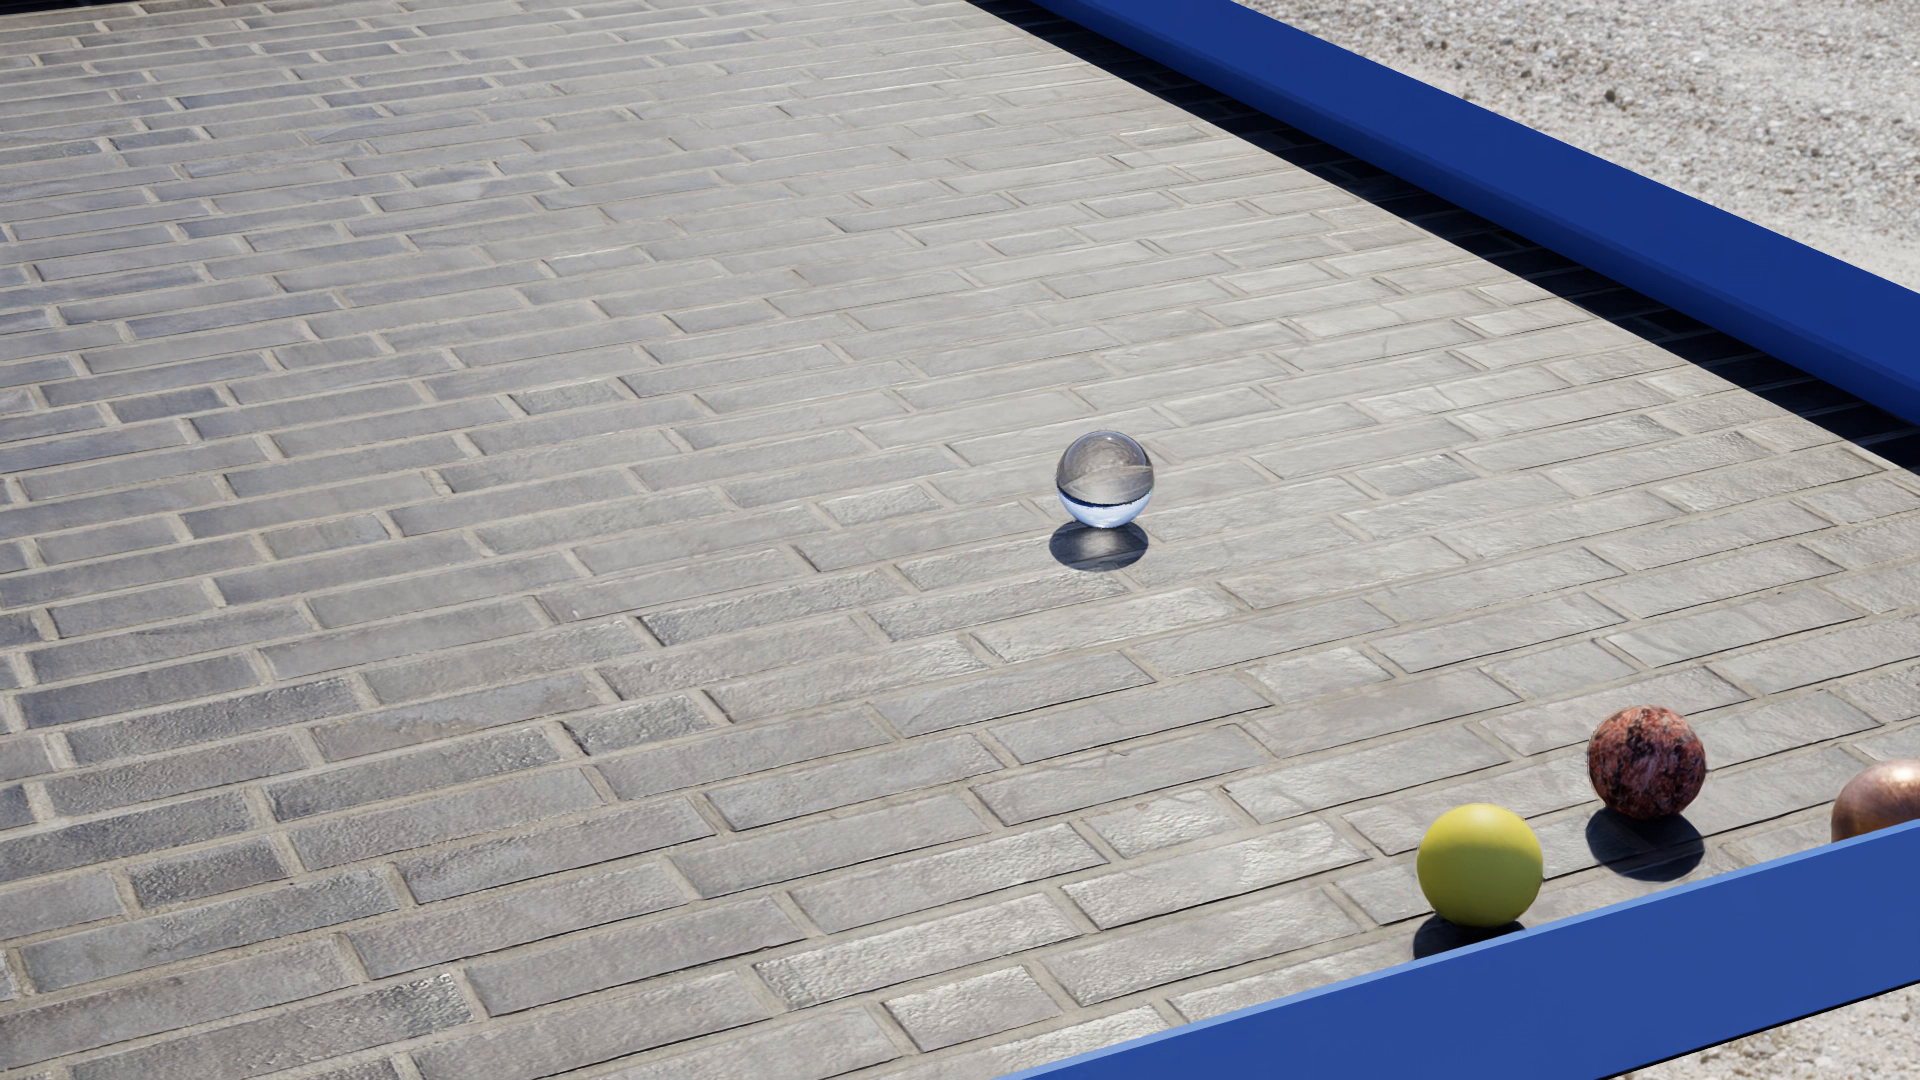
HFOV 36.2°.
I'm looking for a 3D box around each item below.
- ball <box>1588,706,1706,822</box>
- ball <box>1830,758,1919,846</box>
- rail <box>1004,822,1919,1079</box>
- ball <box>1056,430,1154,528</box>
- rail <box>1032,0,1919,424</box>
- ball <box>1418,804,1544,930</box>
[{"bbox_3d":[0.434,0.141,1.856,0.073,0.073,0.073,0,24,0],"label":"ball"},{"bbox_3d":[0.567,0.174,1.768,0.084,0.084,0.084,0,24,0],"label":"ball"},{"bbox_3d":[0.306,0.242,1.583,1.734,0.109,0.045,-11,26,-23],"label":"rail"},{"bbox_3d":[0.112,-0.047,2.270,0.076,0.076,0.076,0,24,0],"label":"ball"},{"bbox_3d":[0.443,-0.433,3.089,0.045,0.109,2.898,-11,26,-23],"label":"rail"},{"bbox_3d":[0.307,0.193,1.738,0.074,0.074,0.074,0,24,0],"label":"ball"}]
